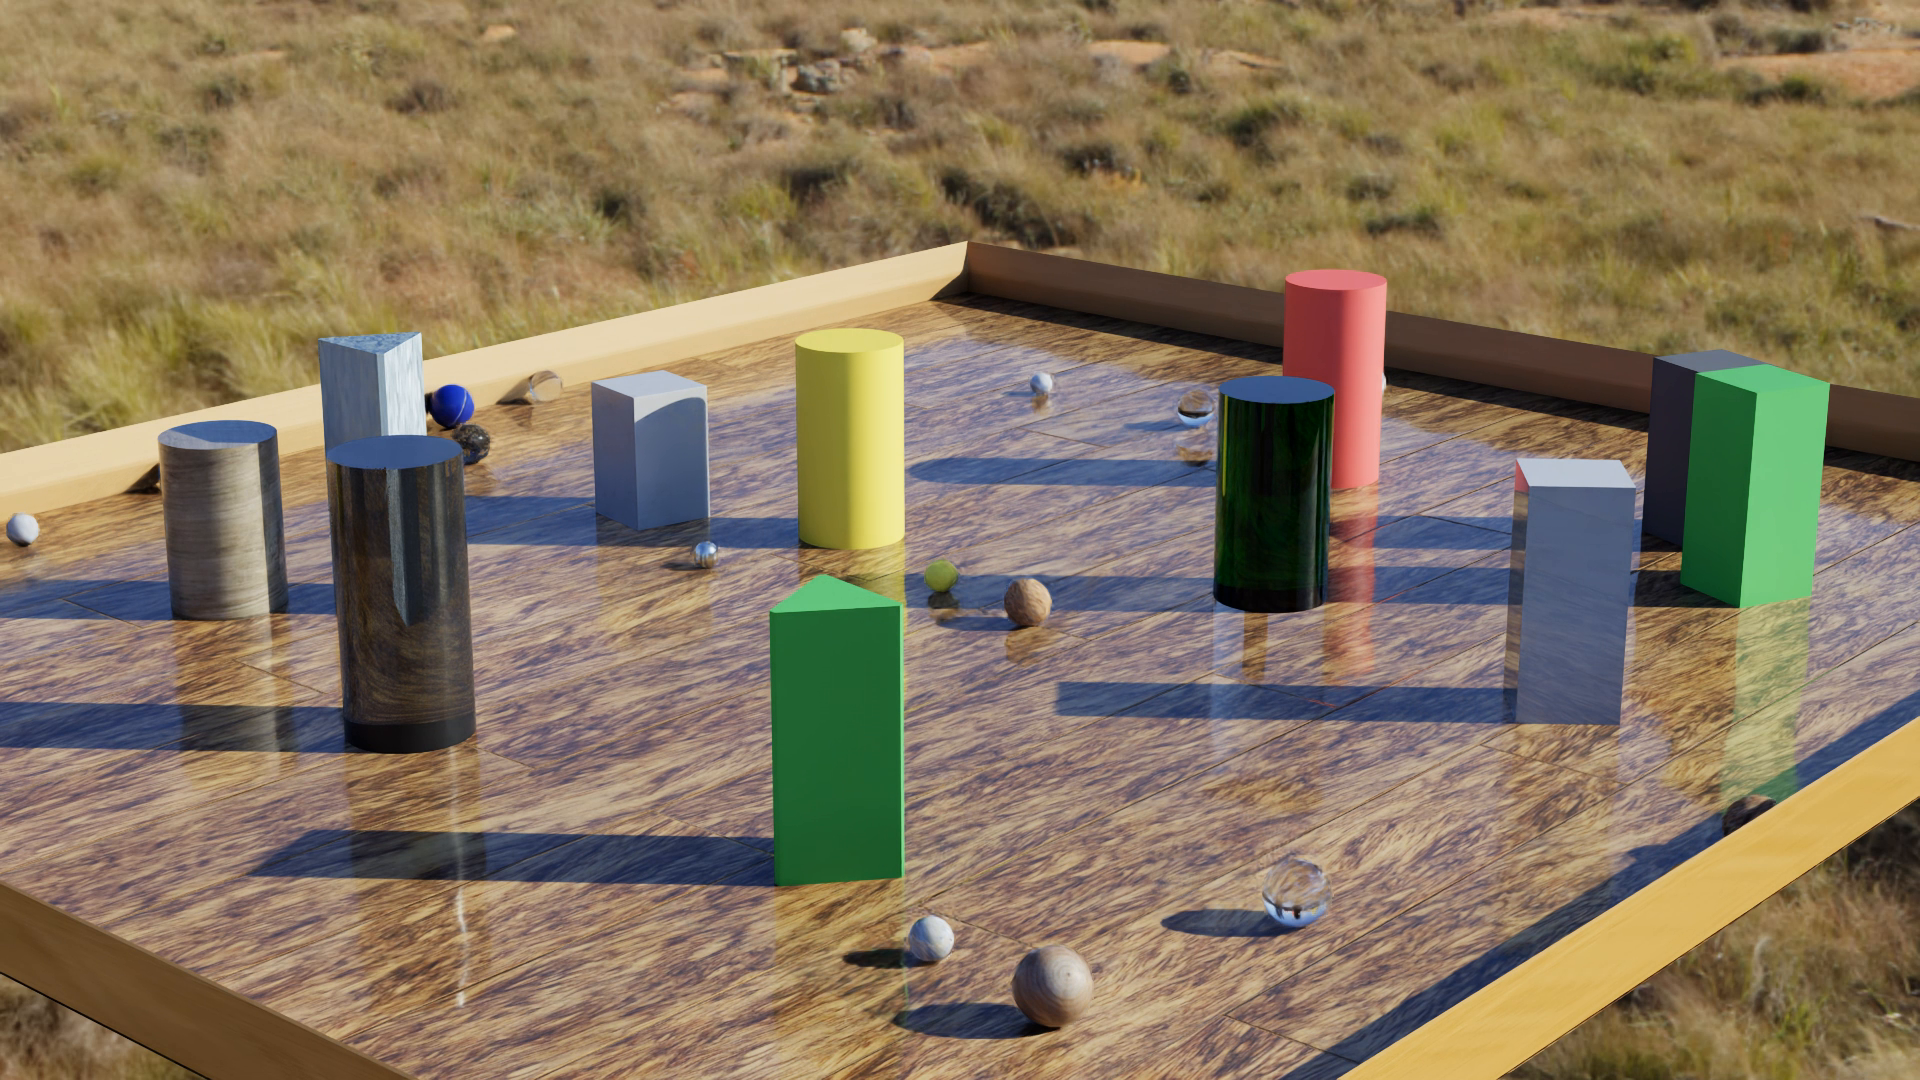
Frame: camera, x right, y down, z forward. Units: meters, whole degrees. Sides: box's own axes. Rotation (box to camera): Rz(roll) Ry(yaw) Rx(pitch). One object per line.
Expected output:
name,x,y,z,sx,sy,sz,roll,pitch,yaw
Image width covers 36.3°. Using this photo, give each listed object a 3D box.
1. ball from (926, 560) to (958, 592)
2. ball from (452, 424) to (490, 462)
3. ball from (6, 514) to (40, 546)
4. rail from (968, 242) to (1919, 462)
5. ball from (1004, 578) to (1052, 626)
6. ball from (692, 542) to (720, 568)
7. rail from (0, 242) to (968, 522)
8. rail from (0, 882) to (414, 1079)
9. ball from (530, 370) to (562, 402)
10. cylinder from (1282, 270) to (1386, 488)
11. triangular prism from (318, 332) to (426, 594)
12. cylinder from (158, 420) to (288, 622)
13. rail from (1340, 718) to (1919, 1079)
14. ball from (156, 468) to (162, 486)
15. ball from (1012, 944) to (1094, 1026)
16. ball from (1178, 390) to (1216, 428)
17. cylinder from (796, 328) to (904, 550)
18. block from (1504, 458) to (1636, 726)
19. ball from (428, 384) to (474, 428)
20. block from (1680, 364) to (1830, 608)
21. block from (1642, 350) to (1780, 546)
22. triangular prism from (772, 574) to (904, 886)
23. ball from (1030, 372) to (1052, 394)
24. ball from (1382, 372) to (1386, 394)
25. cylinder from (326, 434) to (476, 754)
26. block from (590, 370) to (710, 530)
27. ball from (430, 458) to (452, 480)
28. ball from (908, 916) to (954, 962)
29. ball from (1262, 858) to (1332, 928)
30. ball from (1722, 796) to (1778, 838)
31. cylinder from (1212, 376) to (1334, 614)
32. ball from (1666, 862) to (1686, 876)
ball,-0.031,0.062,5.151,0.056,0.056,0.056,0,17,0
ball,-0.996,-0.197,5.972,0.079,0.079,0.079,0,17,0
ball,-1.731,-0.019,5.415,0.059,0.059,0.059,0,17,0
rail,1.265,-0.388,6.514,3.342,0.129,0.045,14,22,39
ball,0.115,0.106,4.966,0.080,0.080,0.080,0,17,0
ball,-0.458,0.026,5.285,0.047,0.047,0.047,0,17,0
rail,-1.244,-0.279,6.154,0.045,0.129,3.905,14,22,39
rail,-1.265,0.452,3.725,3.342,0.129,0.045,14,22,39
ball,-0.913,-0.339,6.459,0.071,0.071,0.071,0,17,0
cylinder,0.740,-0.322,5.829,0.199,0.400,0.199,0,17,0
triangular prism,-0.981,-0.123,5.068,0.172,0.459,0.149,15,22,40
cylinder,-1.267,-0.035,5.047,0.199,0.303,0.199,0,17,0
rail,1.244,0.344,4.086,0.045,0.129,3.905,14,22,39
ball,-1.550,-0.127,5.772,0.061,0.061,0.061,0,17,0
ball,0.111,0.534,3.513,0.097,0.097,0.097,0,17,0
ball,0.504,-0.280,6.247,0.079,0.079,0.079,0,17,0
cylinder,-0.203,-0.189,5.438,0.199,0.372,0.199,0,17,0
block,0.940,0.079,4.535,0.159,0.380,0.159,1,17,3
ball,-1.083,-0.285,6.239,0.094,0.094,0.094,0,17,0
block,1.383,-0.096,5.110,0.159,0.382,0.159,-8,19,-25
block,1.388,-0.167,5.432,0.159,0.333,0.159,-8,18,-24
triangular prism,-0.173,0.252,3.950,0.172,0.385,0.149,-3,17,-10
ball,0.181,-0.348,6.528,0.048,0.048,0.048,0,17,0
ball,0.883,-0.343,6.421,0.099,0.099,0.099,0,17,0
cylinder,-0.840,0.080,4.422,0.199,0.442,0.199,0,17,0
block,-0.589,-0.172,5.581,0.159,0.257,0.159,-12,21,-35
ball,-1.034,-0.140,5.844,0.044,0.044,0.044,0,17,0
ball,-0.036,0.502,3.689,0.058,0.058,0.058,0,17,0
ball,0.435,0.456,3.787,0.089,0.089,0.089,0,17,0
ball,1.086,0.392,4.007,0.085,0.085,0.085,0,17,0
cylinder,0.542,-0.080,5.077,0.199,0.372,0.199,0,17,0
ball,0.952,0.454,3.834,0.065,0.065,0.065,0,17,0
